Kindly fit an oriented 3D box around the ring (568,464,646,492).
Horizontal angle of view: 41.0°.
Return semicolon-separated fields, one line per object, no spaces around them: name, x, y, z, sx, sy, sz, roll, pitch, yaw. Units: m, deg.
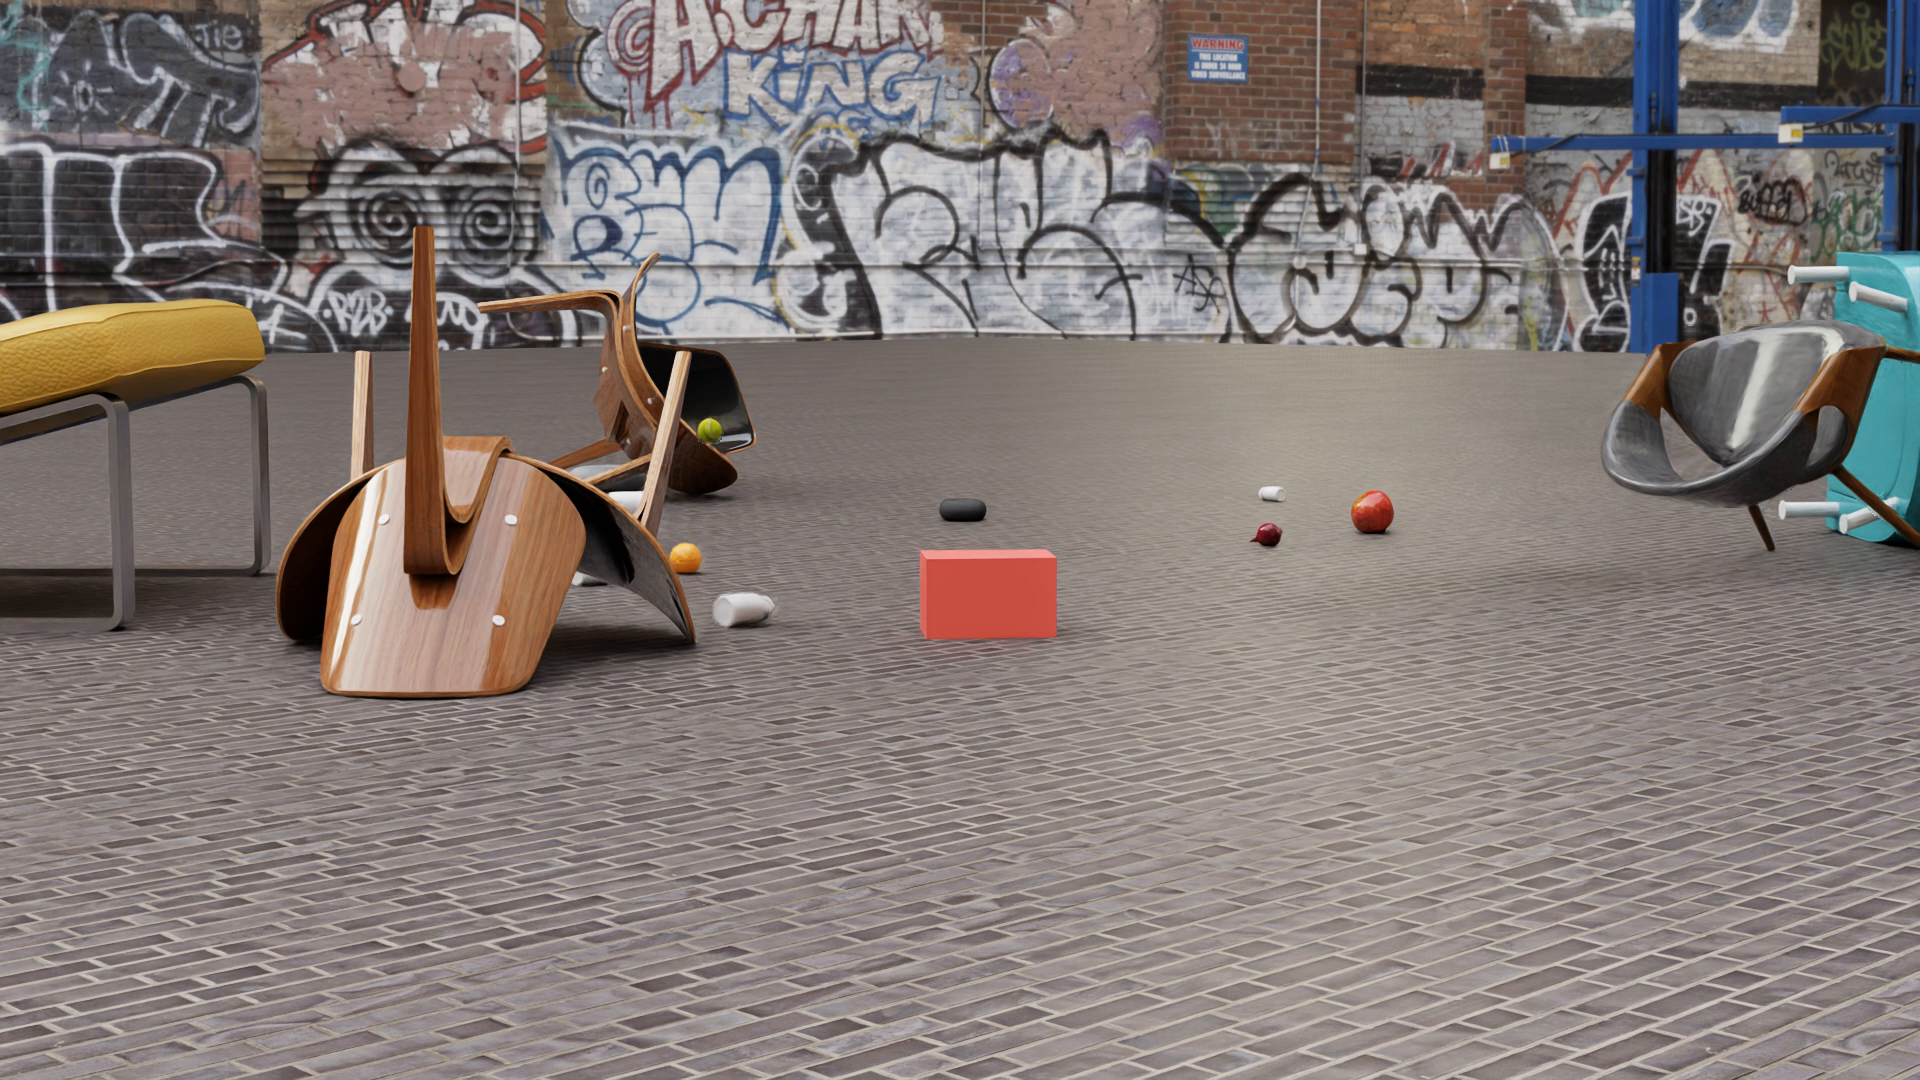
ring;-1.088;-0.190;7.912;0.271;0.072;0.217;5;9;44

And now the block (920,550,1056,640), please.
block;0.051;0.099;4.740;0.238;0.146;0.145;-1;6;-5

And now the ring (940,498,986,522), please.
ring;0.008;-0.082;6.944;0.124;0.055;0.137;6;7;33

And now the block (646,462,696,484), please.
block;-0.928;-0.217;8.247;0.107;0.055;0.121;-5;7;-38
